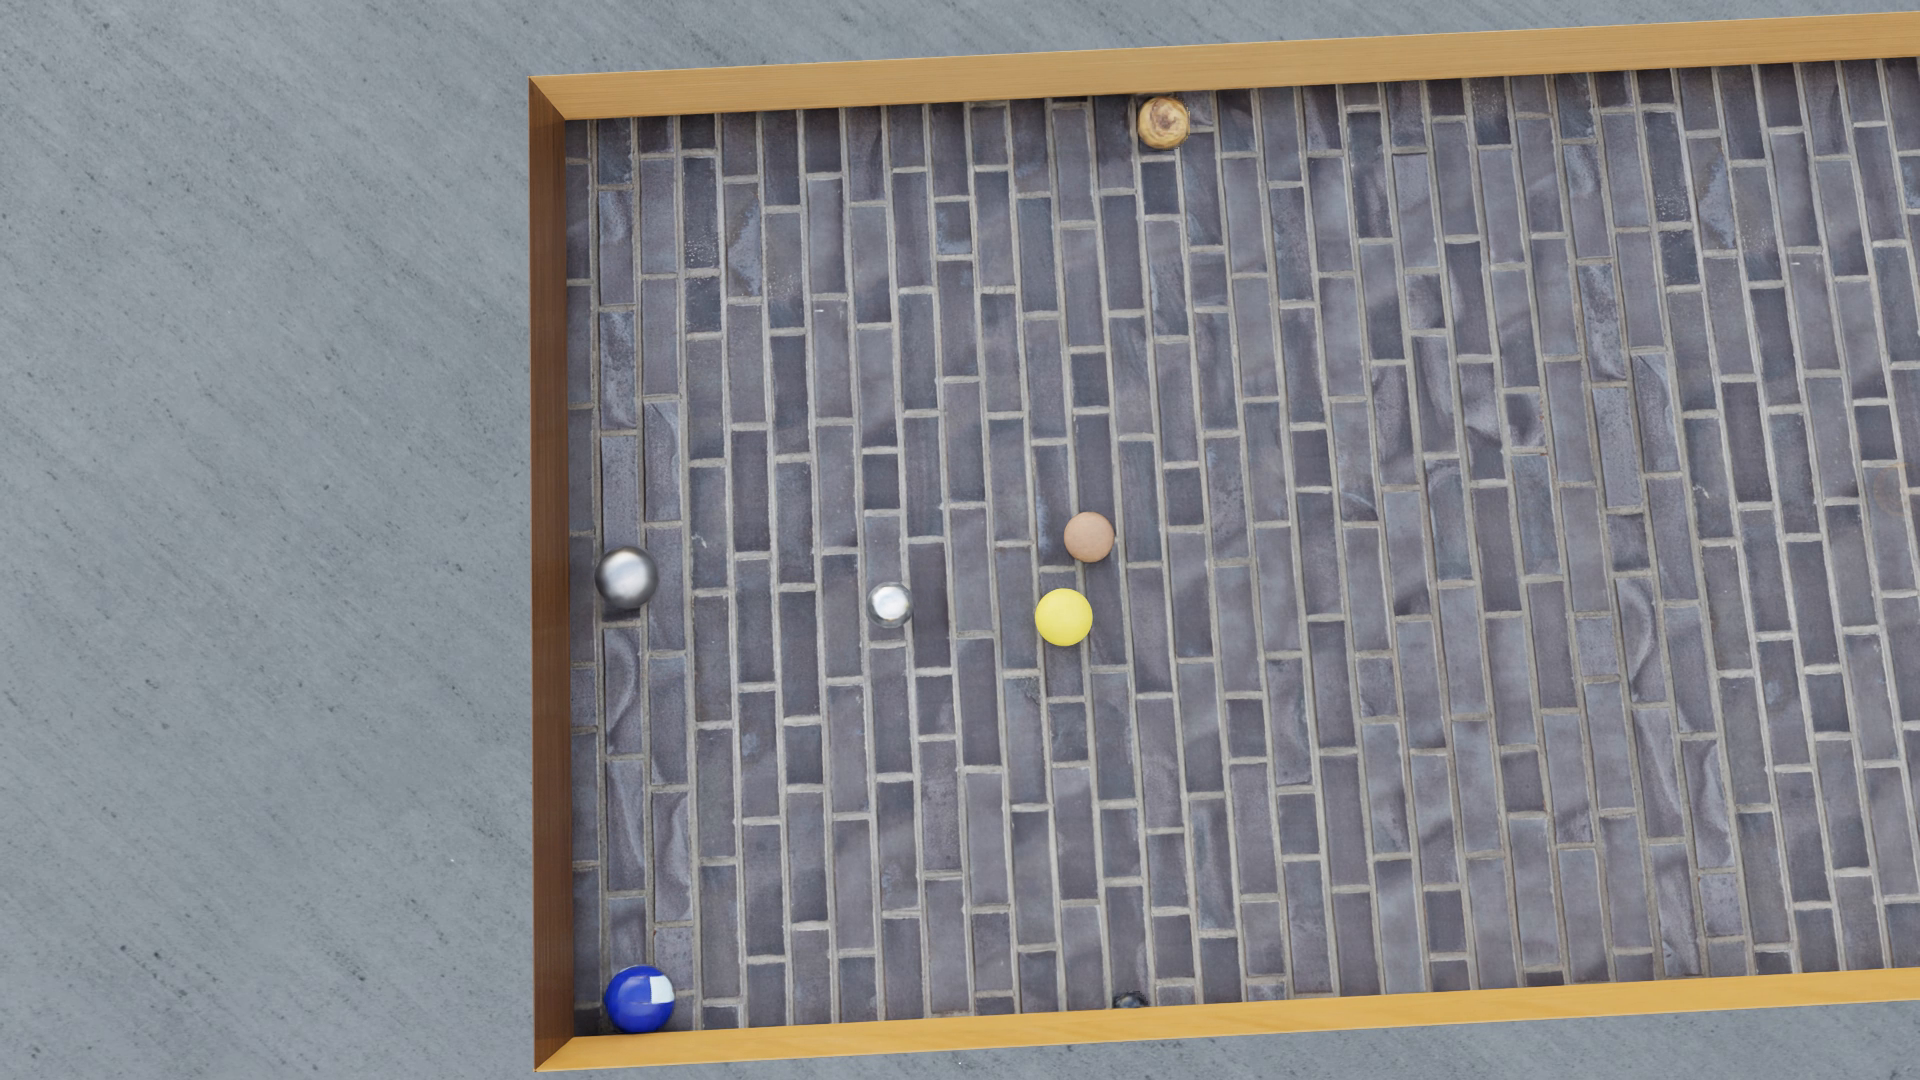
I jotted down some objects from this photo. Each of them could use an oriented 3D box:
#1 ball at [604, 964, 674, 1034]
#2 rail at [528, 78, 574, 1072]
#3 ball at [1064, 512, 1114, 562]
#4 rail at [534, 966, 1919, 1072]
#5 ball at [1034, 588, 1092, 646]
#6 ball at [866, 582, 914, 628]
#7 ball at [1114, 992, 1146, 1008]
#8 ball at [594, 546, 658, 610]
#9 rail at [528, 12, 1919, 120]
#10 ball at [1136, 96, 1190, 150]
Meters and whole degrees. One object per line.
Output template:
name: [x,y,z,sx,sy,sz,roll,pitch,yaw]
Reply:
ball: [-0.460,0.659,3.153,0.098,0.098,0.098,0,77,0]
rail: [-0.607,0.024,3.288,0.045,0.128,1.499,-3,77,-1]
ball: [0.195,-0.004,3.321,0.078,0.078,0.078,0,77,0]
rail: [0.667,0.668,3.134,2.525,0.128,0.045,-3,77,-1]
ball: [0.155,0.116,3.288,0.086,0.086,0.086,0,77,0]
ball: [-0.104,0.098,3.300,0.071,0.071,0.071,0,77,0]
ball: [0.246,0.675,3.176,0.046,0.046,0.046,0,77,0]
ball: [-0.500,0.056,3.298,0.095,0.095,0.095,0,77,0]
rail: [0.593,-0.742,3.470,2.525,0.128,0.045,-3,77,-1]
ball: [0.320,-0.659,3.474,0.084,0.084,0.084,0,77,0]
